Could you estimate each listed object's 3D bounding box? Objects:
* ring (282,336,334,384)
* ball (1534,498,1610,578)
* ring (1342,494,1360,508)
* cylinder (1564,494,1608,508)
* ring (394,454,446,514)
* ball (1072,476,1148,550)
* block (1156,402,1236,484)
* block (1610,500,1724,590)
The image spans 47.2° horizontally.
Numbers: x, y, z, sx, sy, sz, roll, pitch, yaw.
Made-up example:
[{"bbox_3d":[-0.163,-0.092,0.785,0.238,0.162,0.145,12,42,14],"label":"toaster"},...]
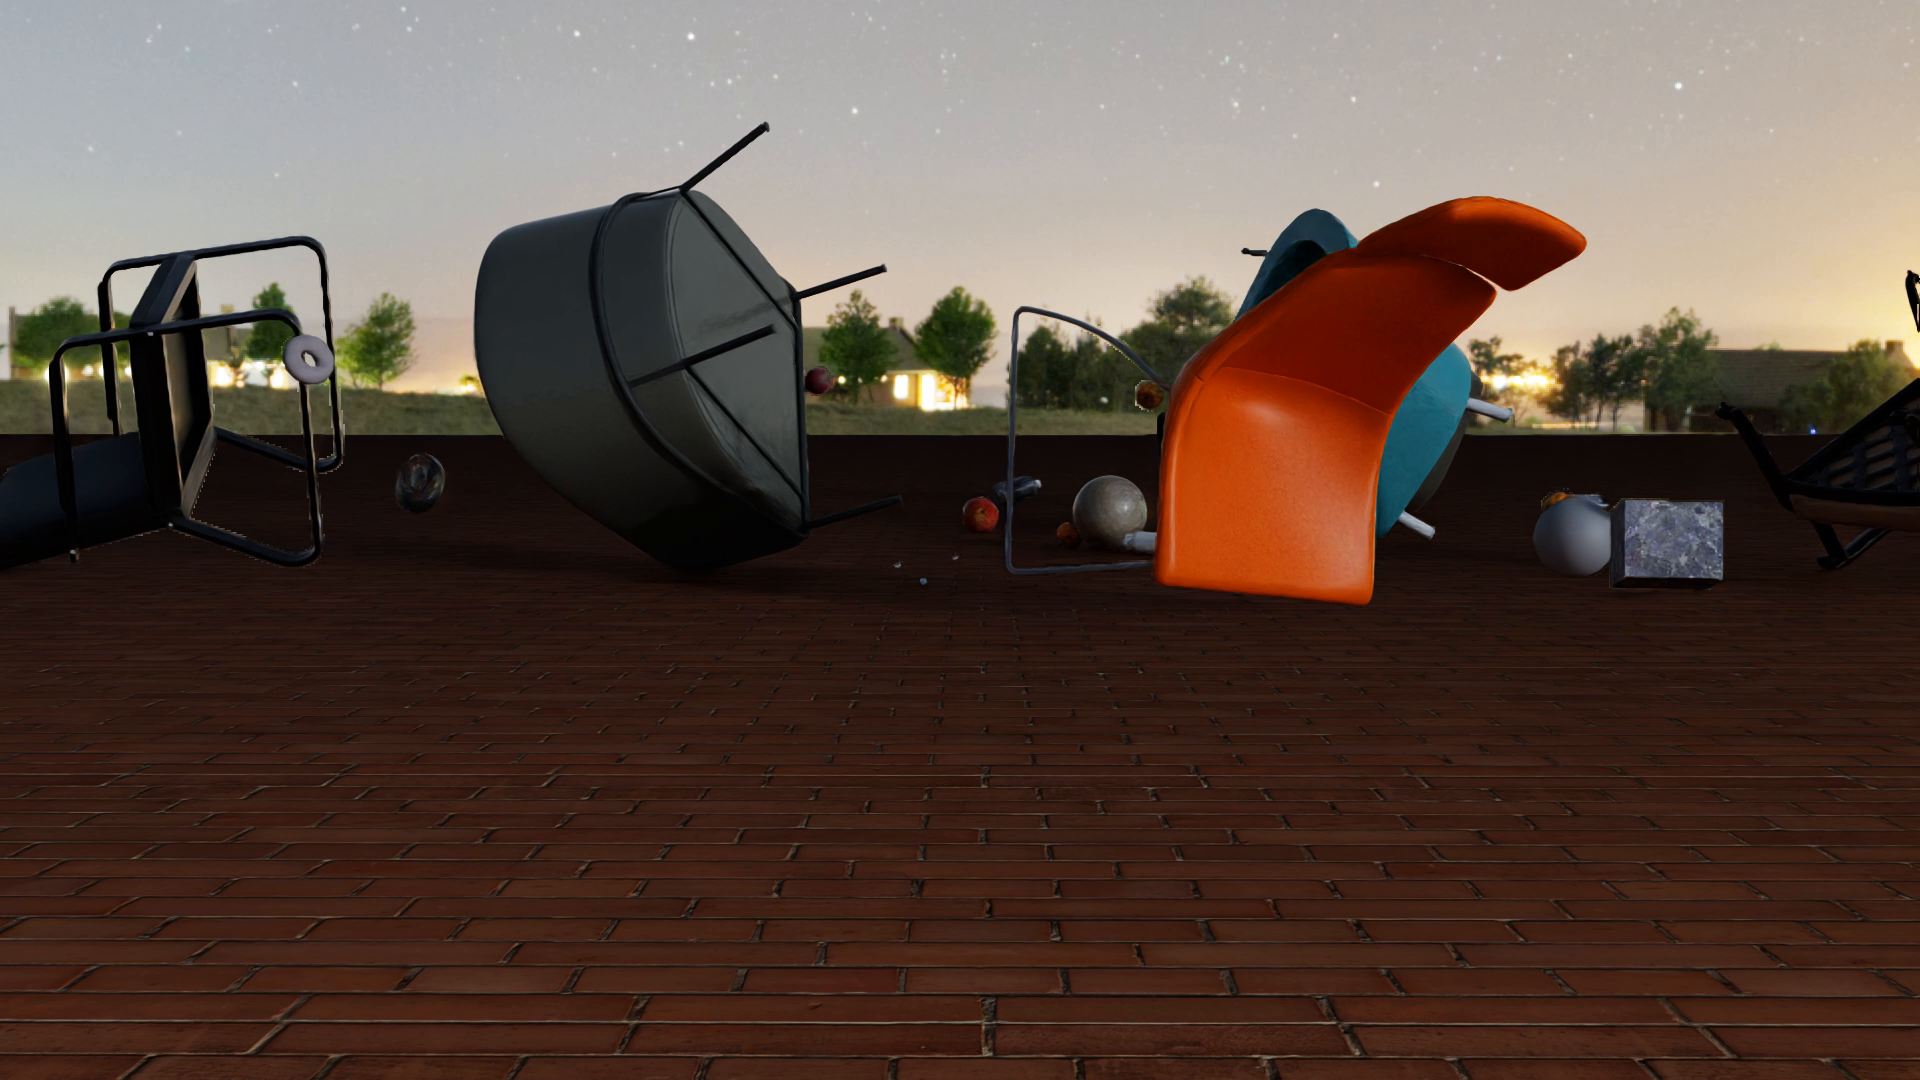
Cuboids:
[{"bbox_3d":[-1.442,-0.400,4.869,0.036,0.116,0.150,-36,18,29],"label":"ring"},{"bbox_3d":[1.465,-0.006,5.238,0.191,0.191,0.191,0,4,0],"label":"ball"},{"bbox_3d":[1.485,-0.149,8.365,0.069,0.050,0.088,2,5,2],"label":"ring"},{"bbox_3d":[2.367,-0.147,8.317,0.118,0.046,0.121,-4,16,-17],"label":"cylinder"},{"bbox_3d":[-1.964,-0.207,7.997,0.196,0.082,0.345,-31,35,2],"label":"ring"},{"bbox_3d":[0.418,-0.076,6.138,0.209,0.209,0.209,0,4,0],"label":"ball"},{"bbox_3d":[0.834,-0.342,7.758,0.136,0.174,0.262,-25,37,-27],"label":"block"},{"bbox_3d":[1.507,0.012,4.695,0.200,0.162,0.193,1,-7,8],"label":"block"}]
